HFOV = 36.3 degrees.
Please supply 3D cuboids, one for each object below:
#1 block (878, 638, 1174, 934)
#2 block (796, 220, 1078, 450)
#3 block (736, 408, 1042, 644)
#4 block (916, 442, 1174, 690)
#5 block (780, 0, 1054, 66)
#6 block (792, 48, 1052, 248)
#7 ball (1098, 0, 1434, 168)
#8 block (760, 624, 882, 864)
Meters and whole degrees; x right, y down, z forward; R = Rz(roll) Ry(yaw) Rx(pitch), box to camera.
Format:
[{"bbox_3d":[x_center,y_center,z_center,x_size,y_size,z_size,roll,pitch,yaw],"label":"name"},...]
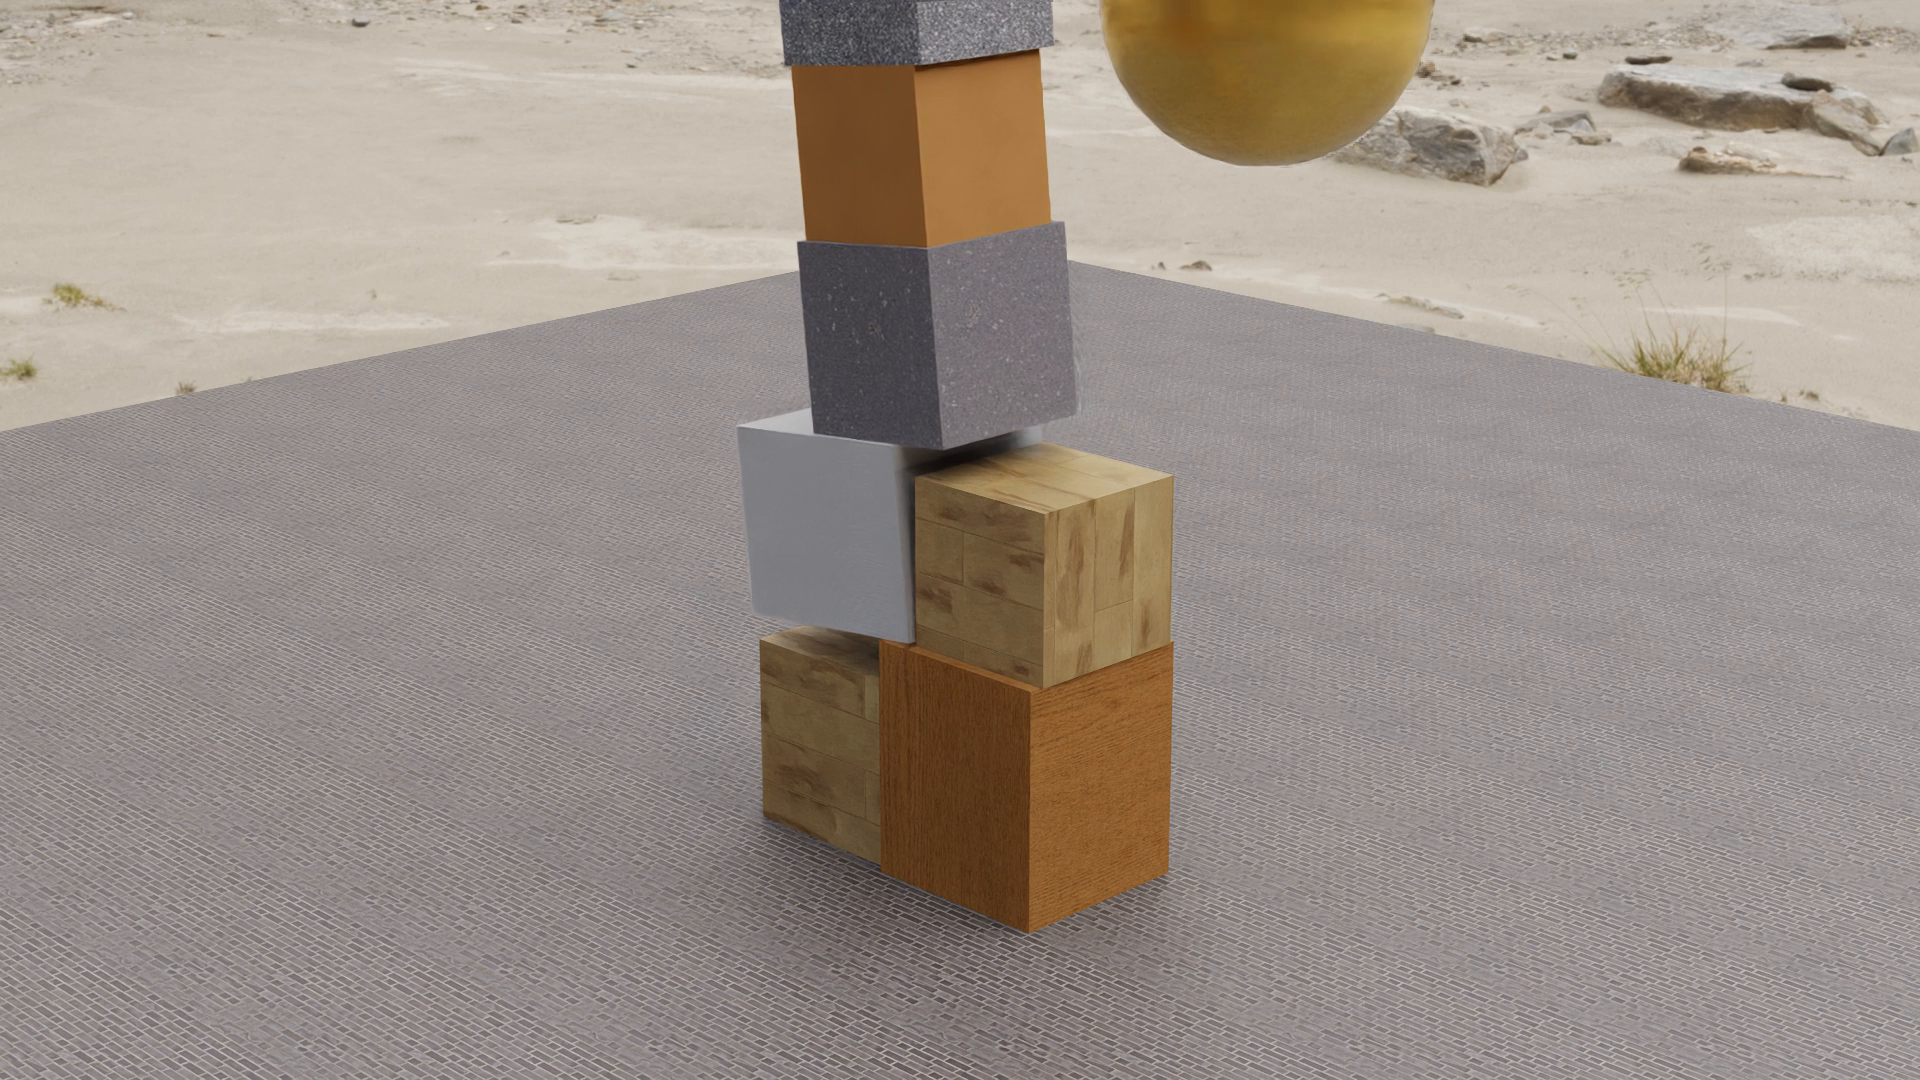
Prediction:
[{"bbox_3d":[0.297,0.989,13.315,0.929,1.129,0.942,-17,24,-42],"label":"block"},{"bbox_3d":[-0.098,-0.948,13.151,0.856,0.874,0.837,-17,18,-42],"label":"block"},{"bbox_3d":[-0.303,-0.132,13.636,0.936,0.900,1.054,-17,18,-42],"label":"block"},{"bbox_3d":[0.372,0.094,12.973,0.828,0.784,0.780,-17,24,-42],"label":"block"},{"bbox_3d":[-0.205,-2.469,12.805,0.816,0.706,0.868,-17,18,-42],"label":"block"},{"bbox_3d":[-0.168,-1.745,12.955,0.773,0.773,0.776,-17,18,-42],"label":"block"},{"bbox_3d":[1.467,-2.593,14.064,1.600,1.600,1.600,0,17,0],"label":"ball"},{"bbox_3d":[-0.339,0.899,13.975,0.857,0.905,0.865,-17,24,-42],"label":"block"}]
